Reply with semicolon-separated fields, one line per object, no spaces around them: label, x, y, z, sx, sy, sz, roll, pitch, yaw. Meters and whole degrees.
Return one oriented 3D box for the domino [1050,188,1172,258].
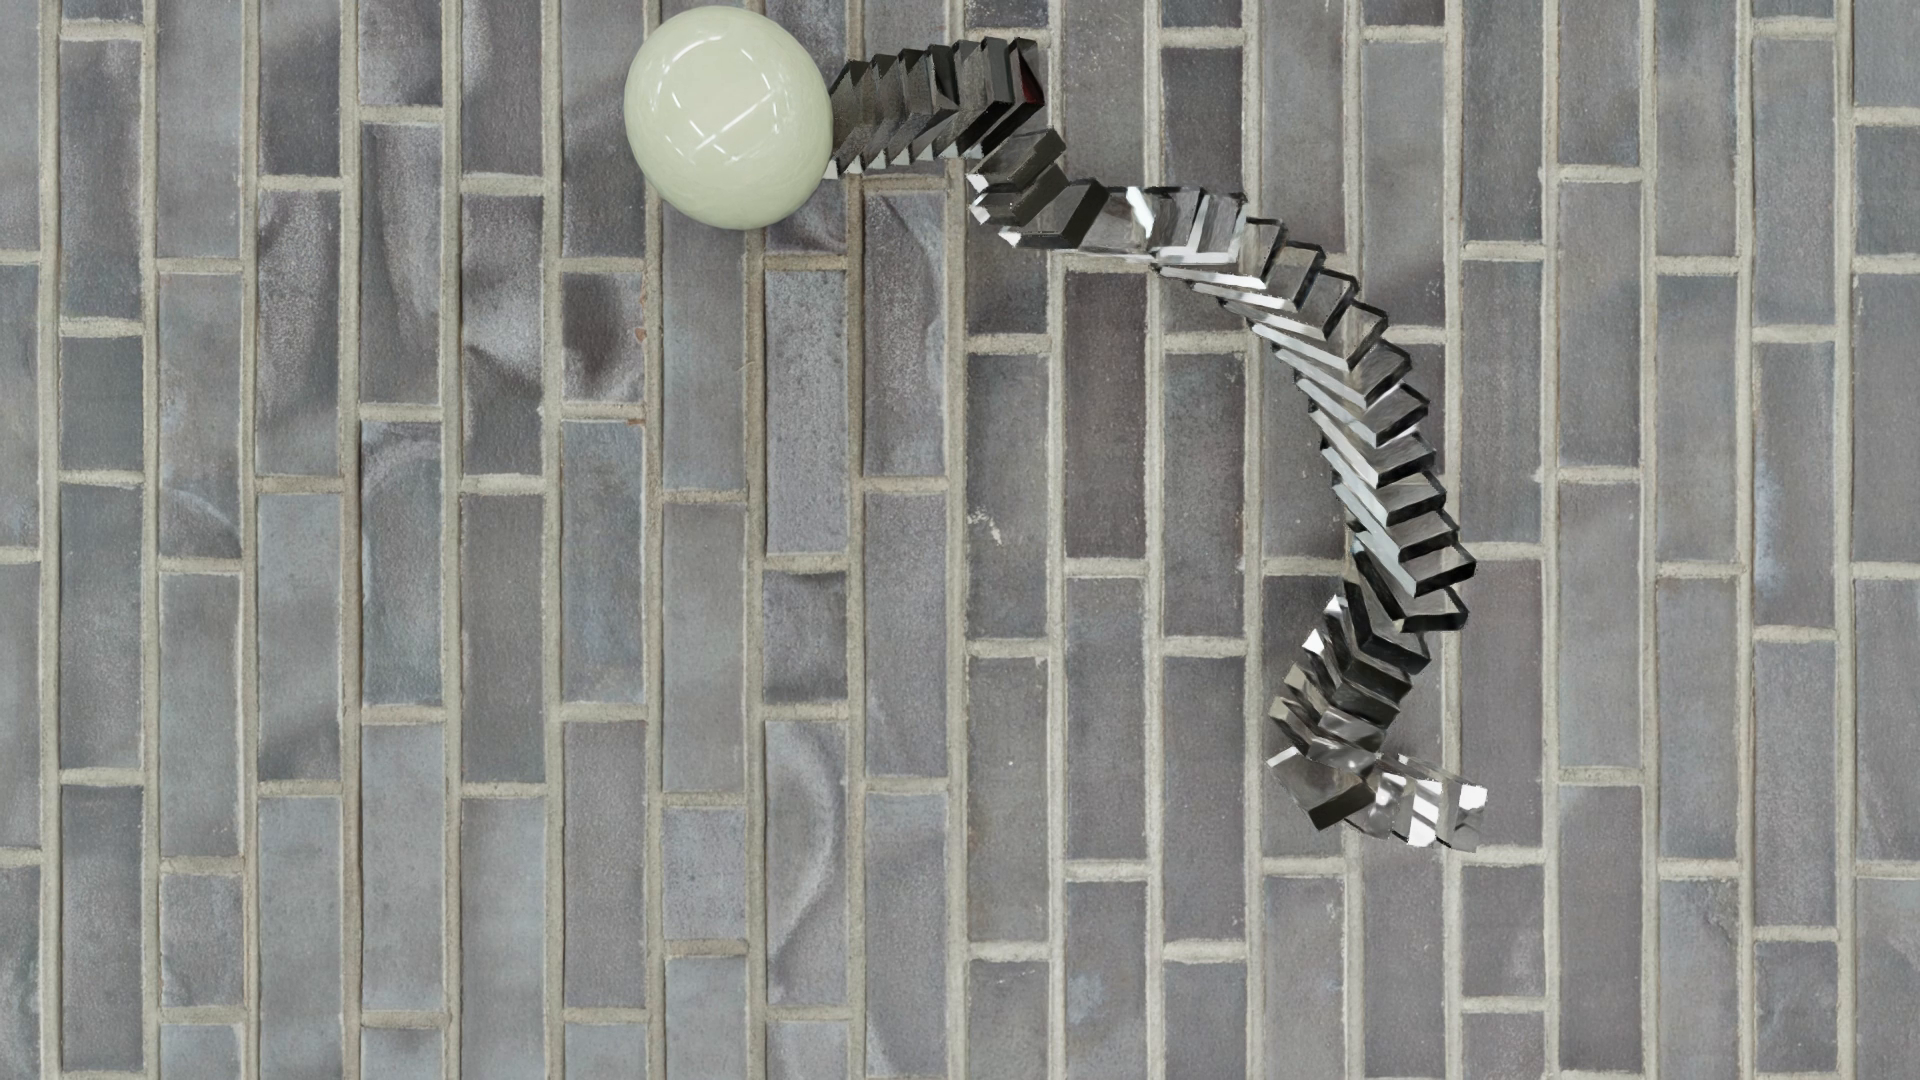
domino;0.061;-0.132;0.381;0.050;0.010;0.025;18;93;37

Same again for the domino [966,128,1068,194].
domino;0.022;-0.155;0.376;0.025;0.050;0.009;-43;117;0

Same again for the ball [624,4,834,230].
ball;-0.090;-0.164;0.360;0.080;0.080;0.080;0;90;0

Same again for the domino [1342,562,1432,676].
domino;0.174;0.031;0.376;0.025;0.050;0.009;24;125;-2

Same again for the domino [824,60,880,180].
domino;-0.048;-0.171;0.376;0.009;0.050;0.025;-8;90;-27

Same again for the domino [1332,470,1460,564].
domino;0.179;-0.014;0.379;0.025;0.050;0.010;-20;134;0

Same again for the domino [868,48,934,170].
domino;-0.027;-0.175;0.376;0.009;0.050;0.025;-8;90;-27

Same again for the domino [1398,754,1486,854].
domino;0.195;0.107;0.375;0.009;0.050;0.025;10;90;0

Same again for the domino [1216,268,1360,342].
domino;0.135;-0.102;0.381;0.050;0.009;0.025;33;90;39

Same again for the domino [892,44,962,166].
domino;-0.017;-0.177;0.376;0.009;0.050;0.025;-8;90;-27

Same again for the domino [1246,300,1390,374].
domino;0.147;-0.091;0.381;0.025;0.010;0.050;-51;51;0

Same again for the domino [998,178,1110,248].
domino;0.038;-0.133;0.376;0.009;0.050;0.025;31;91;-32

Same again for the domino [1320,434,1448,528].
domino;0.174;-0.029;0.380;0.025;0.009;0.050;-20;47;0

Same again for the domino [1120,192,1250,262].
domino;0.092;-0.129;0.381;0.050;0.009;0.025;13;90;37

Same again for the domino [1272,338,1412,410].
domino;0.158;-0.077;0.380;0.025;0.009;0.050;-42;50;0

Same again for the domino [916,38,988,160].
domino;-0.006;-0.179;0.376;0.010;0.050;0.025;-7;90;-27

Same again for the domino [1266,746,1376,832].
domino;0.146;0.098;0.374;0.025;0.050;0.009;-31;97;5

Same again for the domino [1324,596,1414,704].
domino;0.166;0.044;0.376;0.025;0.050;0.010;26;119;0

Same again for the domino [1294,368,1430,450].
domino;0.165;-0.062;0.380;0.025;0.009;0.050;-33;50;0

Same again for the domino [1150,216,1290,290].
domino;0.107;-0.121;0.381;0.050;0.010;0.025;22;90;38

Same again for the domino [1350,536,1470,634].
domino;0.184;0.017;0.377;0.025;0.050;0.010;-3;129;-2

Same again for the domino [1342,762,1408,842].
domino;0.162;0.102;0.375;0.010;0.050;0.025;17;90;-2

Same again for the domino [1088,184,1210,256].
domino;0.076;-0.132;0.381;0.050;0.010;0.025;13;90;37

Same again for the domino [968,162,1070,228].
domino;0.023;-0.141;0.376;0.025;0.050;0.009;-43;117;0

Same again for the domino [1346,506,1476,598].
domino;0.184;0.000;0.378;0.025;0.050;0.009;-20;131;0

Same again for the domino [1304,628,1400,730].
domino;0.159;0.056;0.375;0.025;0.050;0.010;26;111;0

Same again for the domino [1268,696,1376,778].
domino;0.147;0.079;0.375;0.025;0.050;0.010;18;99;0

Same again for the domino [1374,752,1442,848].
domino;0.178;0.105;0.375;0.009;0.050;0.025;8;90;0

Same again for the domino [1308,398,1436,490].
domino;0.170;-0.045;0.380;0.025;0.010;0.050;-23;49;0

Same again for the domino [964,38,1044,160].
domino;0.016;-0.180;0.376;0.009;0.050;0.025;-7;90;-28

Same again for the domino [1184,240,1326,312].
domino;0.122;-0.113;0.381;0.050;0.009;0.025;26;90;38

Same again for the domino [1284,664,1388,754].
domino;0.152;0.068;0.375;0.025;0.050;0.010;26;102;0

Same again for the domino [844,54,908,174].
domino;-0.038;-0.173;0.376;0.010;0.050;0.025;-8;90;-27

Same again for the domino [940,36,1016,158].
domino;0.005;-0.180;0.376;0.010;0.050;0.025;-7;90;-27
